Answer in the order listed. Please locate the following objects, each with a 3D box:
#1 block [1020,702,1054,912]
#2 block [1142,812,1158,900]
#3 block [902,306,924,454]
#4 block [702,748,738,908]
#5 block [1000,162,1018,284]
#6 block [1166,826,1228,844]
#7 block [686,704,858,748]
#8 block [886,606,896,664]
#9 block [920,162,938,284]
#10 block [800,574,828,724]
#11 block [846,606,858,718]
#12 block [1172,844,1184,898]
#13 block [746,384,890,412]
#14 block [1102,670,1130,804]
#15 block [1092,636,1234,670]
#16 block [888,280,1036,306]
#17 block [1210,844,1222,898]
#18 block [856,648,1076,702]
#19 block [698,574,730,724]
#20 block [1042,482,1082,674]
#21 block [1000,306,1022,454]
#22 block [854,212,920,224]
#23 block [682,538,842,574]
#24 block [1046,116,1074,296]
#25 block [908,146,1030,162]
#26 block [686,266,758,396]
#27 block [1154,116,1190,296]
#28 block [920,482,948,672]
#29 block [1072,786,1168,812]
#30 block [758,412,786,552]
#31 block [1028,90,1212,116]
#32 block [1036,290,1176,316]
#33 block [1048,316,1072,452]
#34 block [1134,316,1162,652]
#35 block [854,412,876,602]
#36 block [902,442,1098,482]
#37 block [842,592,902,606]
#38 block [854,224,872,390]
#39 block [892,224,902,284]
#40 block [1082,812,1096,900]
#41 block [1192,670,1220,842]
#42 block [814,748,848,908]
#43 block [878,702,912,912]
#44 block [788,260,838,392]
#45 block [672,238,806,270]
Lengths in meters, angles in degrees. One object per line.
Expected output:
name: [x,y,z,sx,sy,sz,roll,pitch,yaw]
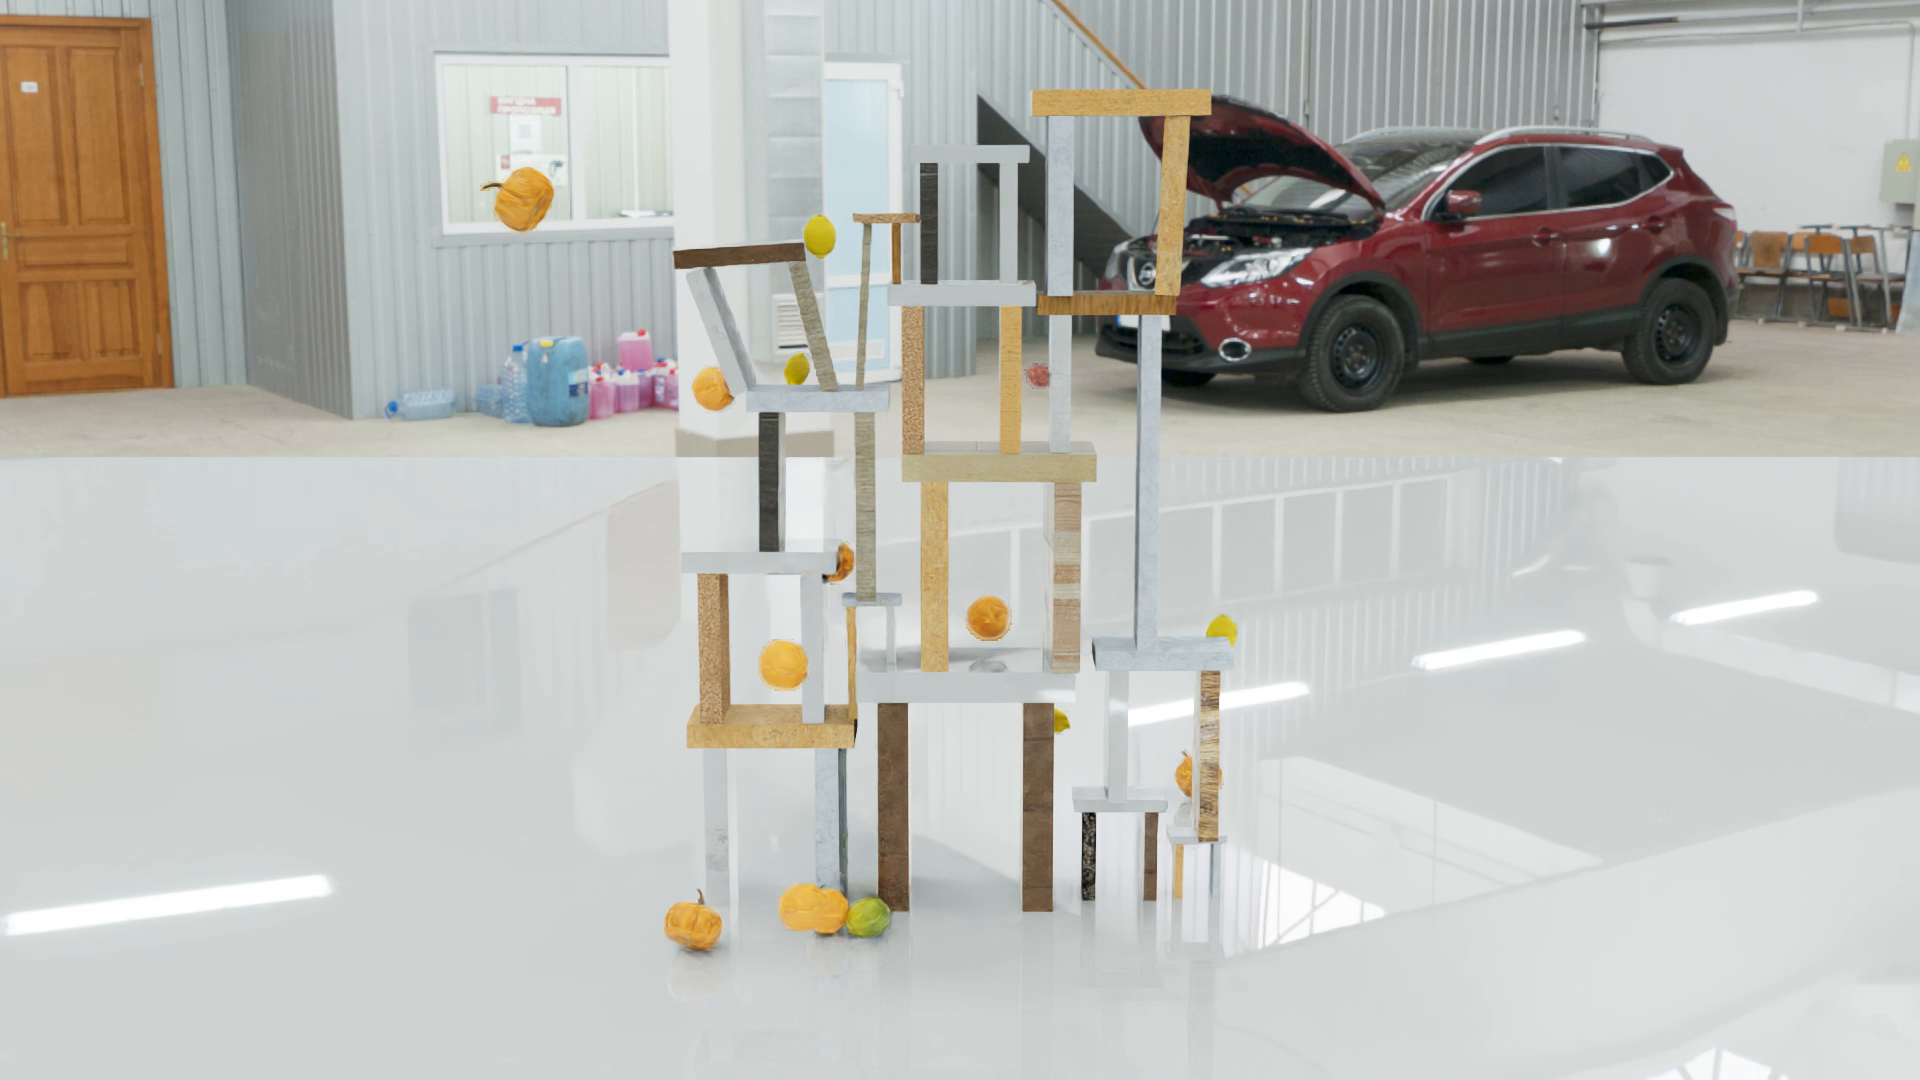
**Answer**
block: [0.126,0.417,3.638,0.050,0.351,0.176,0,11,0]
block: [0.315,0.515,3.658,0.022,0.152,0.076,0,11,1]
block: [-0.074,-0.261,3.507,0.033,0.231,0.116,0,11,0]
block: [-0.396,0.457,3.645,0.038,0.270,0.135,0,11,0]
block: [0.076,-0.500,3.468,0.027,0.187,0.094,0,11,0]
block: [0.393,0.491,3.650,0.094,0.013,0.047,0,11,-2]
block: [-0.306,0.306,3.617,0.270,0.038,0.135,0,11,0]
block: [-0.112,0.150,3.583,0.014,0.095,0.048,0,11,1]
block: [-0.048,-0.500,3.468,0.027,0.187,0.094,0,11,0]
block: [-0.237,0.165,3.593,0.035,0.247,0.124,0,11,0]
block: [-0.176,0.195,3.592,0.014,0.188,0.048,-1,11,-2]
block: [0.363,0.543,3.662,0.013,0.095,0.047,0,11,0]
block: [-0.225,-0.228,3.520,0.224,0.032,0.112,0,11,-1]
block: [0.256,0.309,3.620,0.031,0.222,0.111,0,11,-1]
block: [0.330,0.185,3.596,0.222,0.031,0.111,0,11,0]
block: [0.003,-0.391,3.482,0.231,0.033,0.116,0,11,0]
block: [0.425,0.543,3.662,0.013,0.095,0.047,0,11,0]
block: [0.009,0.220,3.602,0.351,0.050,0.175,0,11,0]
block: [-0.402,0.164,3.598,0.035,0.248,0.124,0,11,1]
block: [0.164,0.048,3.553,0.043,0.307,0.153,-1,11,-4]
block: [0.080,-0.261,3.506,0.033,0.231,0.116,0,11,0]
block: [-0.115,-0.506,3.451,0.094,0.013,0.047,-4,13,-23]
block: [-0.320,0.025,3.569,0.247,0.035,0.124,0,11,1]
block: [0.156,-0.527,3.460,0.039,0.275,0.137,0,11,0]
block: [0.014,-0.606,3.448,0.187,0.027,0.094,0,11,0]
block: [-0.378,-0.335,3.494,0.029,0.204,0.102,-19,10,7]
block: [0.335,-0.528,3.467,0.039,0.275,0.137,3,11,5]
block: [-0.041,0.046,3.563,0.043,0.307,0.153,0,11,-1]
block: [0.263,0.429,3.642,0.152,0.022,0.076,0,11,0]
block: [-0.302,-0.102,3.542,0.032,0.224,0.112,1,11,1]
block: [0.247,-0.681,3.431,0.274,0.039,0.137,0,10,0]
block: [0.230,-0.376,3.487,0.217,0.031,0.108,0,11,0]
block: [0.159,-0.255,3.509,0.031,0.217,0.108,0,11,0]
block: [0.301,-0.095,3.537,0.031,0.541,0.108,0,11,1]
block: [-0.153,-0.061,3.548,0.032,0.305,0.112,-1,11,-3]
block: [0.062,-0.126,3.531,0.307,0.043,0.153,0,11,0]
block: [-0.143,0.096,3.572,0.095,0.014,0.048,0,11,-2]
block: [-0.153,-0.373,3.488,0.013,0.263,0.047,3,12,-4]
block: [-0.101,-0.455,3.478,0.013,0.094,0.047,0,11,0]
block: [0.214,0.514,3.659,0.022,0.152,0.076,0,11,1]
block: [0.405,0.342,3.625,0.031,0.288,0.111,0,11,0]
block: [-0.213,0.457,3.644,0.038,0.270,0.135,1,11,3]
block: [-0.108,0.417,3.638,0.050,0.351,0.176,0,11,0]
block: [-0.234,-0.343,3.495,0.029,0.204,0.102,-15,11,-3]
block: [-0.346,-0.452,3.471,0.204,0.029,0.102,-4,11,-2]
